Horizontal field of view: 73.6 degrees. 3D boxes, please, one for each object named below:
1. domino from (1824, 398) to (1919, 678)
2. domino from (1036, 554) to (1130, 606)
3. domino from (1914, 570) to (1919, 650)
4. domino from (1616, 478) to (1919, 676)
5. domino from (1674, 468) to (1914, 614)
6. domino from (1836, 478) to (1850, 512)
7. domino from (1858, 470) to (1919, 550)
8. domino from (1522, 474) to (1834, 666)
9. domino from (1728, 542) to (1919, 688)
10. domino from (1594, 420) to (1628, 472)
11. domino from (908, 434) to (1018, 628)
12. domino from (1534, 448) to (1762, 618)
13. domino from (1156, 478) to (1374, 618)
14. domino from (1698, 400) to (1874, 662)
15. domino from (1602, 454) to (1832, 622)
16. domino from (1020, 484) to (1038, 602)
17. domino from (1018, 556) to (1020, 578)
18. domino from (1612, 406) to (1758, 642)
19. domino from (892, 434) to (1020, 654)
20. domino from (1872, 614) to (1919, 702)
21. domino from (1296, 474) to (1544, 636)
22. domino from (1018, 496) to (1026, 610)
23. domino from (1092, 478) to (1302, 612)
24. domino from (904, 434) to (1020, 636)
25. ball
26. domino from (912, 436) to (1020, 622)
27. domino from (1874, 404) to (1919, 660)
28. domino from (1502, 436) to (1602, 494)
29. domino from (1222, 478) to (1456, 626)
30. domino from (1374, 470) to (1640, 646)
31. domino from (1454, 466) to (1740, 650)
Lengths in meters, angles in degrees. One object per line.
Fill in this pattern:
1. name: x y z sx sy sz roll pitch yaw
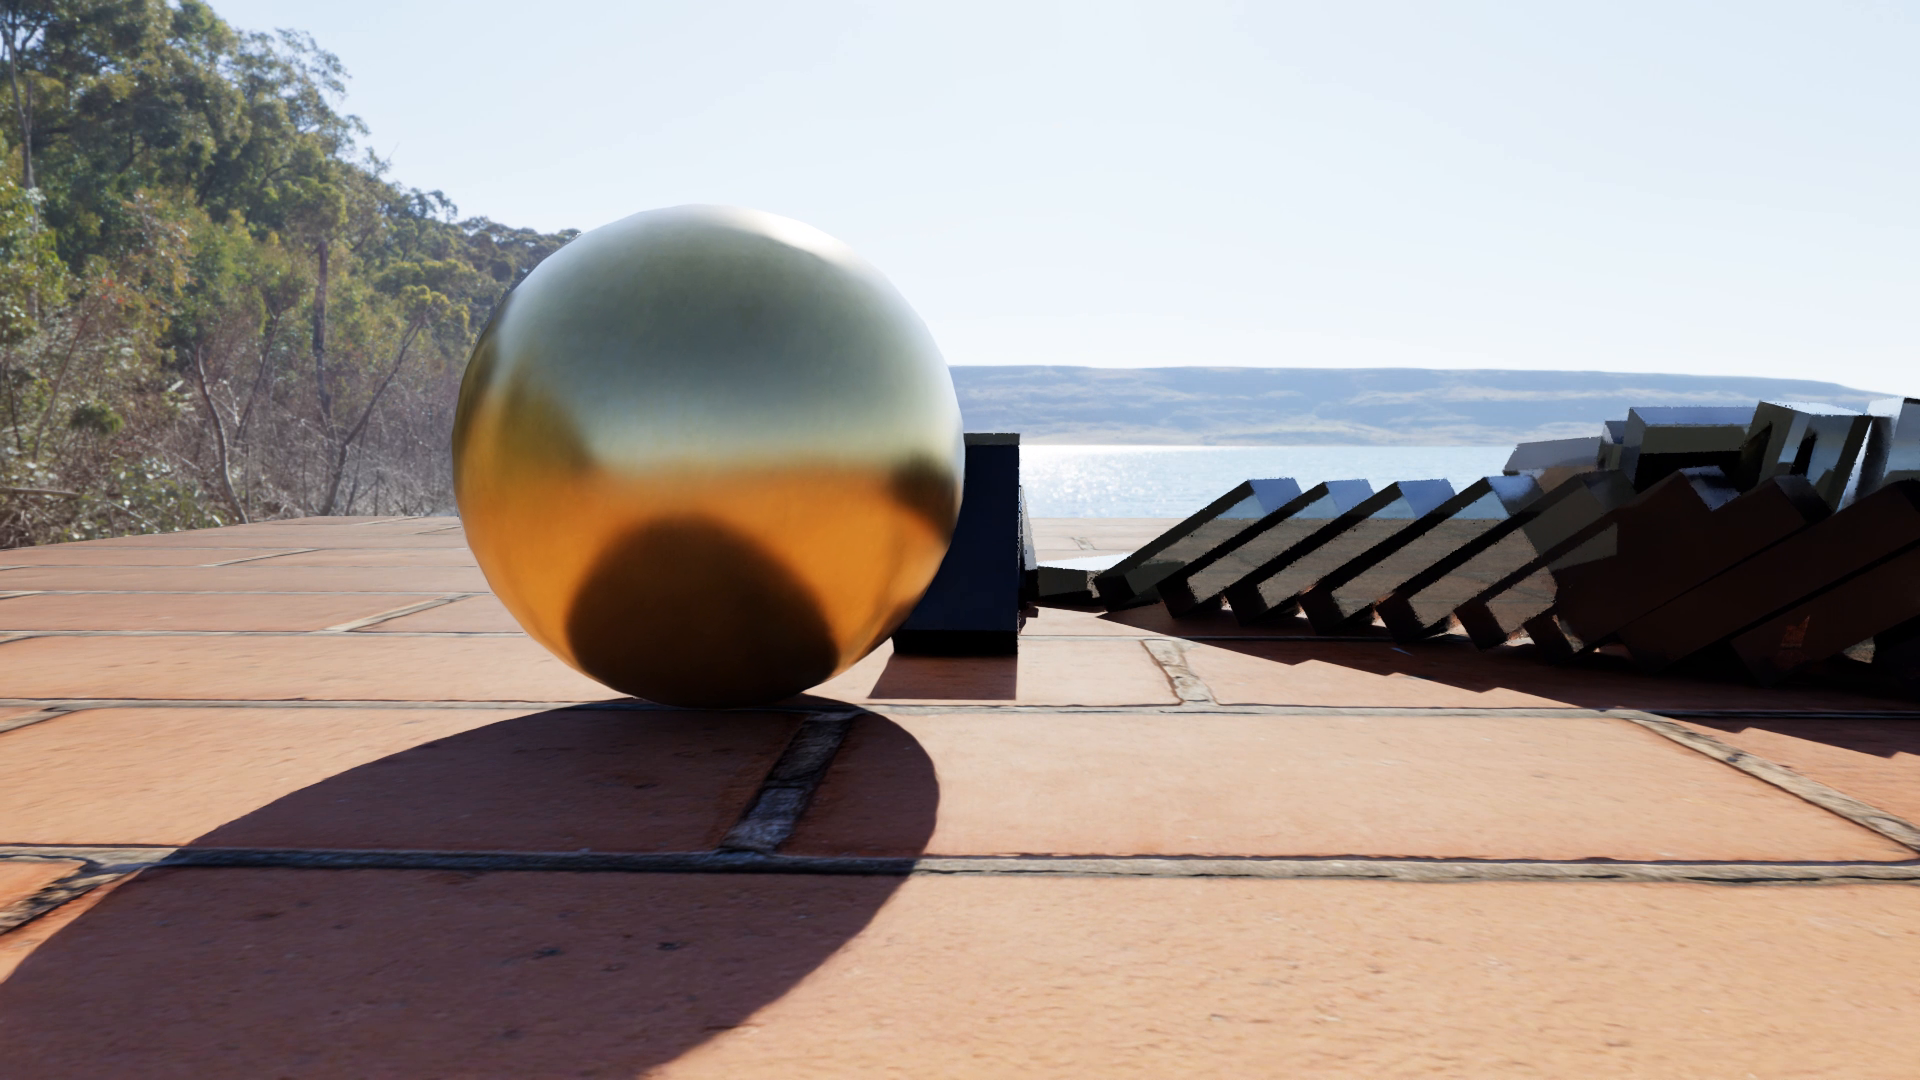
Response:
1. domino: 0.175 -0.001 0.244 0.009 0.050 0.025 13 9 22
2. domino: 0.043 0.011 0.362 0.025 0.010 0.050 4 6 45
3. domino: 0.207 -0.002 0.254 0.009 0.050 0.025 1 3 -39
4. domino: 0.147 0.007 0.231 0.025 0.009 0.050 -5 -29 -46
5. domino: 0.211 0.000 0.326 0.025 0.010 0.050 4 32 -39
6. domino: 0.227 0.000 0.311 0.025 0.010 0.050 2 39 -25
7. domino: 0.236 0.002 0.293 0.025 0.009 0.050 -1 39 -17
8. domino: 0.134 0.006 0.241 0.025 0.009 0.050 -5 -30 -46
9. domino: 0.161 0.008 0.220 0.050 0.009 0.025 -40 -21 34
10. domino: 0.152 -0.002 0.283 0.025 0.050 0.010 1 36 12
11. domino: 0.001 -0.003 0.307 0.025 0.050 0.009 0 -35 3
12. domino: 0.168 -0.002 0.315 0.050 0.010 0.025 42 -4 -7
13. domino: 0.074 0.002 0.308 0.050 0.009 0.025 -36 -19 35
14. domino: 0.160 -0.002 0.253 0.025 0.050 0.010 -3 22 -33
15. domino: 0.186 -0.001 0.318 0.050 0.009 0.025 41 6 1
16. domino: 0.007 0.001 0.353 0.025 0.009 0.050 -4 28 0
17. domino: 0.001 -0.001 0.282 0.025 0.050 0.010 0 -35 3
18. domino: 0.150 -0.003 0.267 0.025 0.050 0.010 1 26 8
19. domino: 0.000 0.000 0.270 0.025 0.050 0.010 0 -35 3
20. domino: 0.178 0.008 0.209 0.050 0.009 0.025 -39 -14 31
21. domino: 0.101 0.004 0.280 0.025 0.009 0.050 -4 -28 -45
22. domino: 0.004 -0.005 0.333 0.025 0.050 0.010 -2 -37 2
23. domino: 0.060 0.001 0.320 0.050 0.009 0.025 -36 -19 35
24. domino: 0.001 -0.002 0.295 0.025 0.050 0.009 0 -35 3
25. ball: -0.039 -0.013 0.207 0.080 0.080 0.080 0 4 0
26. domino: 0.002 -0.004 0.319 0.025 0.050 0.010 0 -36 4
27. domino: 0.194 -0.001 0.244 0.009 0.050 0.025 11 0 -23
28. domino: 0.152 -0.002 0.303 0.009 0.050 0.025 -51 24 -23
29. domino: 0.087 0.003 0.294 0.025 0.010 0.050 -4 -26 -45
30. domino: 0.114 0.004 0.266 0.025 0.009 0.050 -6 -29 -45
31. domino: 0.125 0.004 0.252 0.025 0.010 0.050 -5 -29 -45
